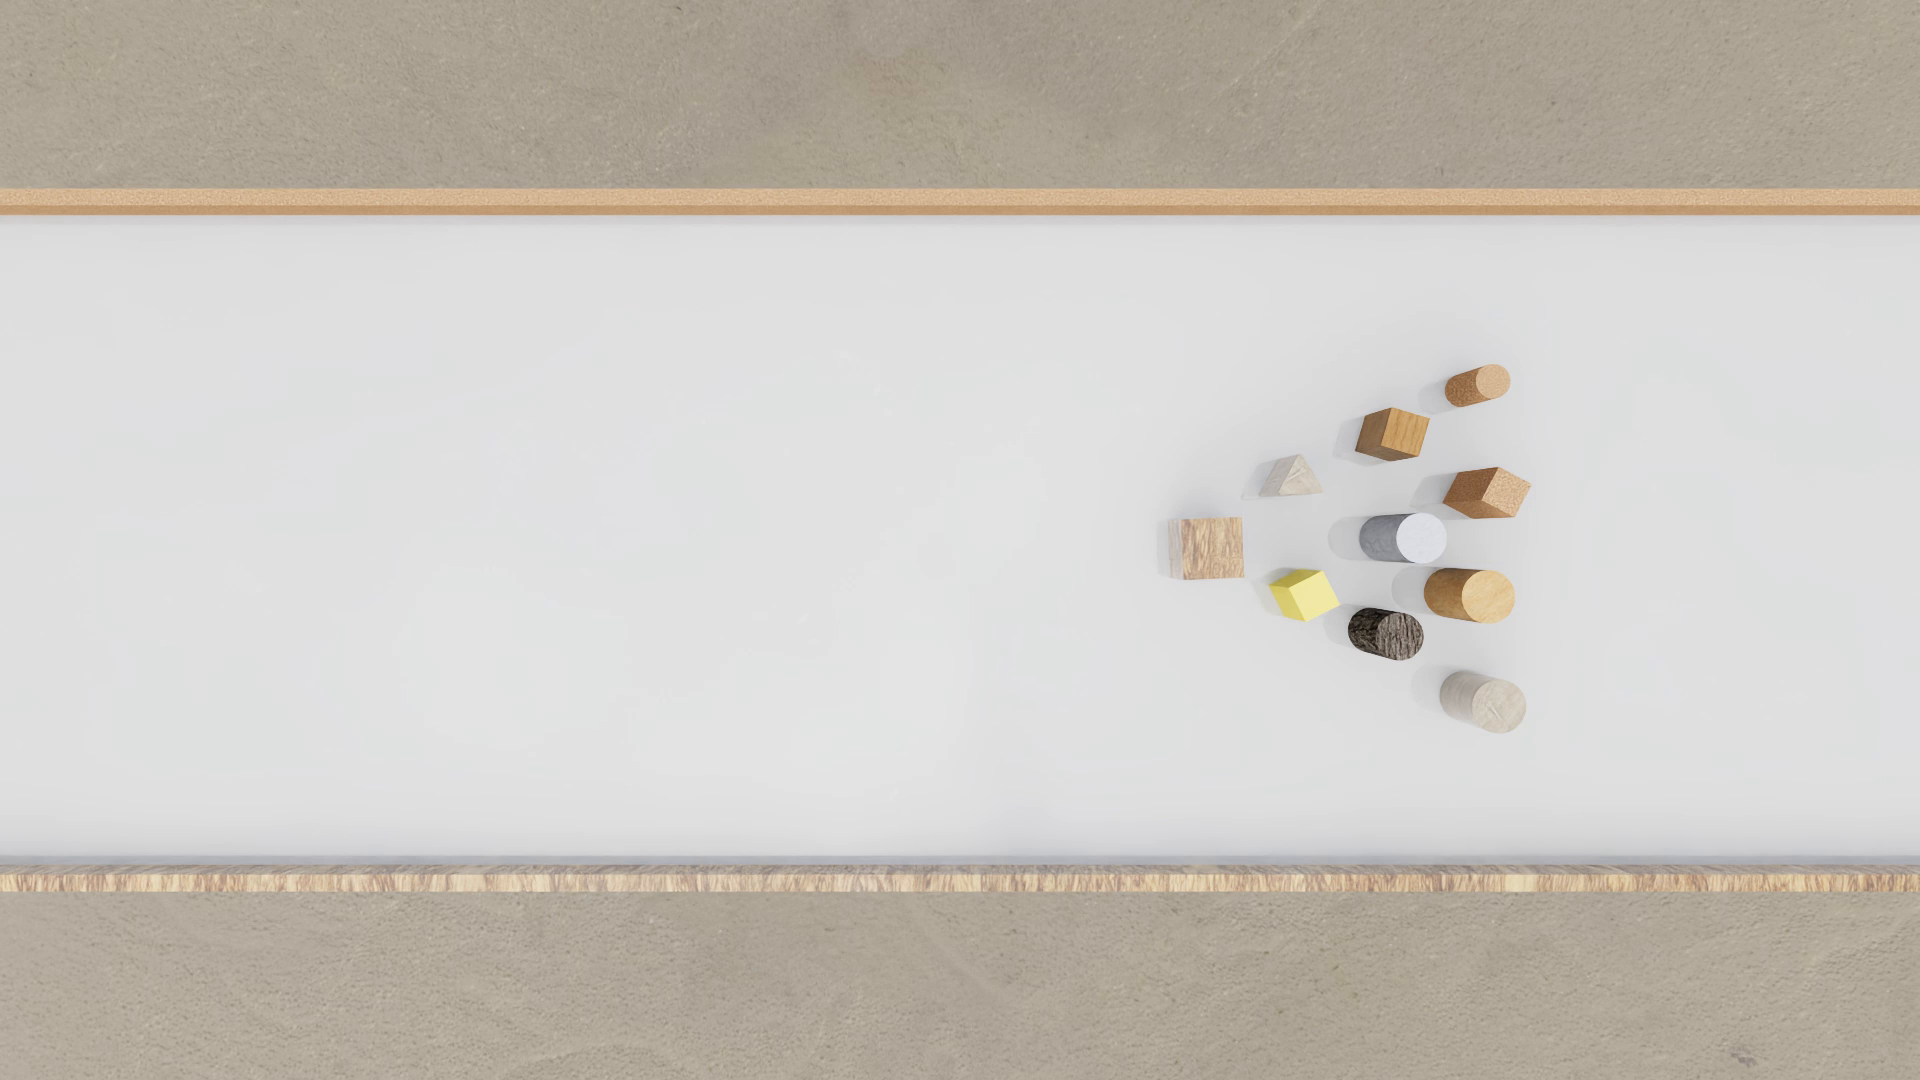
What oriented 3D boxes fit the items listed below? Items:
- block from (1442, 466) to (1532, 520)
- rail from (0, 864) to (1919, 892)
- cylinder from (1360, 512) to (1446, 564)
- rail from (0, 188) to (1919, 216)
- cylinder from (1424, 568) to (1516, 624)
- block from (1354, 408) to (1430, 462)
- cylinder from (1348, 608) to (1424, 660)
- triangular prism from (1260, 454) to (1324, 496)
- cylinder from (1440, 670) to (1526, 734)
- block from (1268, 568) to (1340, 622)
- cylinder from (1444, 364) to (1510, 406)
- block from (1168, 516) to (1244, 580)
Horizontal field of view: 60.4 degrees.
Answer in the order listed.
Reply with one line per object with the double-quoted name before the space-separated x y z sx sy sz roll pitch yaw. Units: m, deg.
"block" 1.556 -0.137 4.885 0.107 0.383 0.107 28 90 0
"rail" -2.247 1.025 5.001 12.000 0.150 0.050 0 90 0
"cylinder" 1.300 -0.005 4.859 0.143 0.435 0.143 0 90 0
"rail" -2.247 -1.025 5.002 12.000 0.150 0.050 0 90 0
"cylinder" 1.504 0.162 4.884 0.153 0.384 0.153 0 90 0
"block" 1.286 -0.312 4.919 0.115 0.314 0.115 16 90 0
"cylinder" 1.263 0.278 4.906 0.138 0.341 0.138 0 90 0
"triangular prism" 0.982 -0.193 4.916 0.130 0.322 0.112 -2 90 0
"cylinder" 1.553 0.480 4.913 0.157 0.326 0.157 0 90 0
"block" 1.023 0.163 4.919 0.110 0.314 0.110 -27 90 0
"cylinder" 1.543 -0.460 4.924 0.101 0.305 0.101 0 90 0
"block" 0.731 0.024 4.924 0.176 0.305 0.176 -2 90 0
